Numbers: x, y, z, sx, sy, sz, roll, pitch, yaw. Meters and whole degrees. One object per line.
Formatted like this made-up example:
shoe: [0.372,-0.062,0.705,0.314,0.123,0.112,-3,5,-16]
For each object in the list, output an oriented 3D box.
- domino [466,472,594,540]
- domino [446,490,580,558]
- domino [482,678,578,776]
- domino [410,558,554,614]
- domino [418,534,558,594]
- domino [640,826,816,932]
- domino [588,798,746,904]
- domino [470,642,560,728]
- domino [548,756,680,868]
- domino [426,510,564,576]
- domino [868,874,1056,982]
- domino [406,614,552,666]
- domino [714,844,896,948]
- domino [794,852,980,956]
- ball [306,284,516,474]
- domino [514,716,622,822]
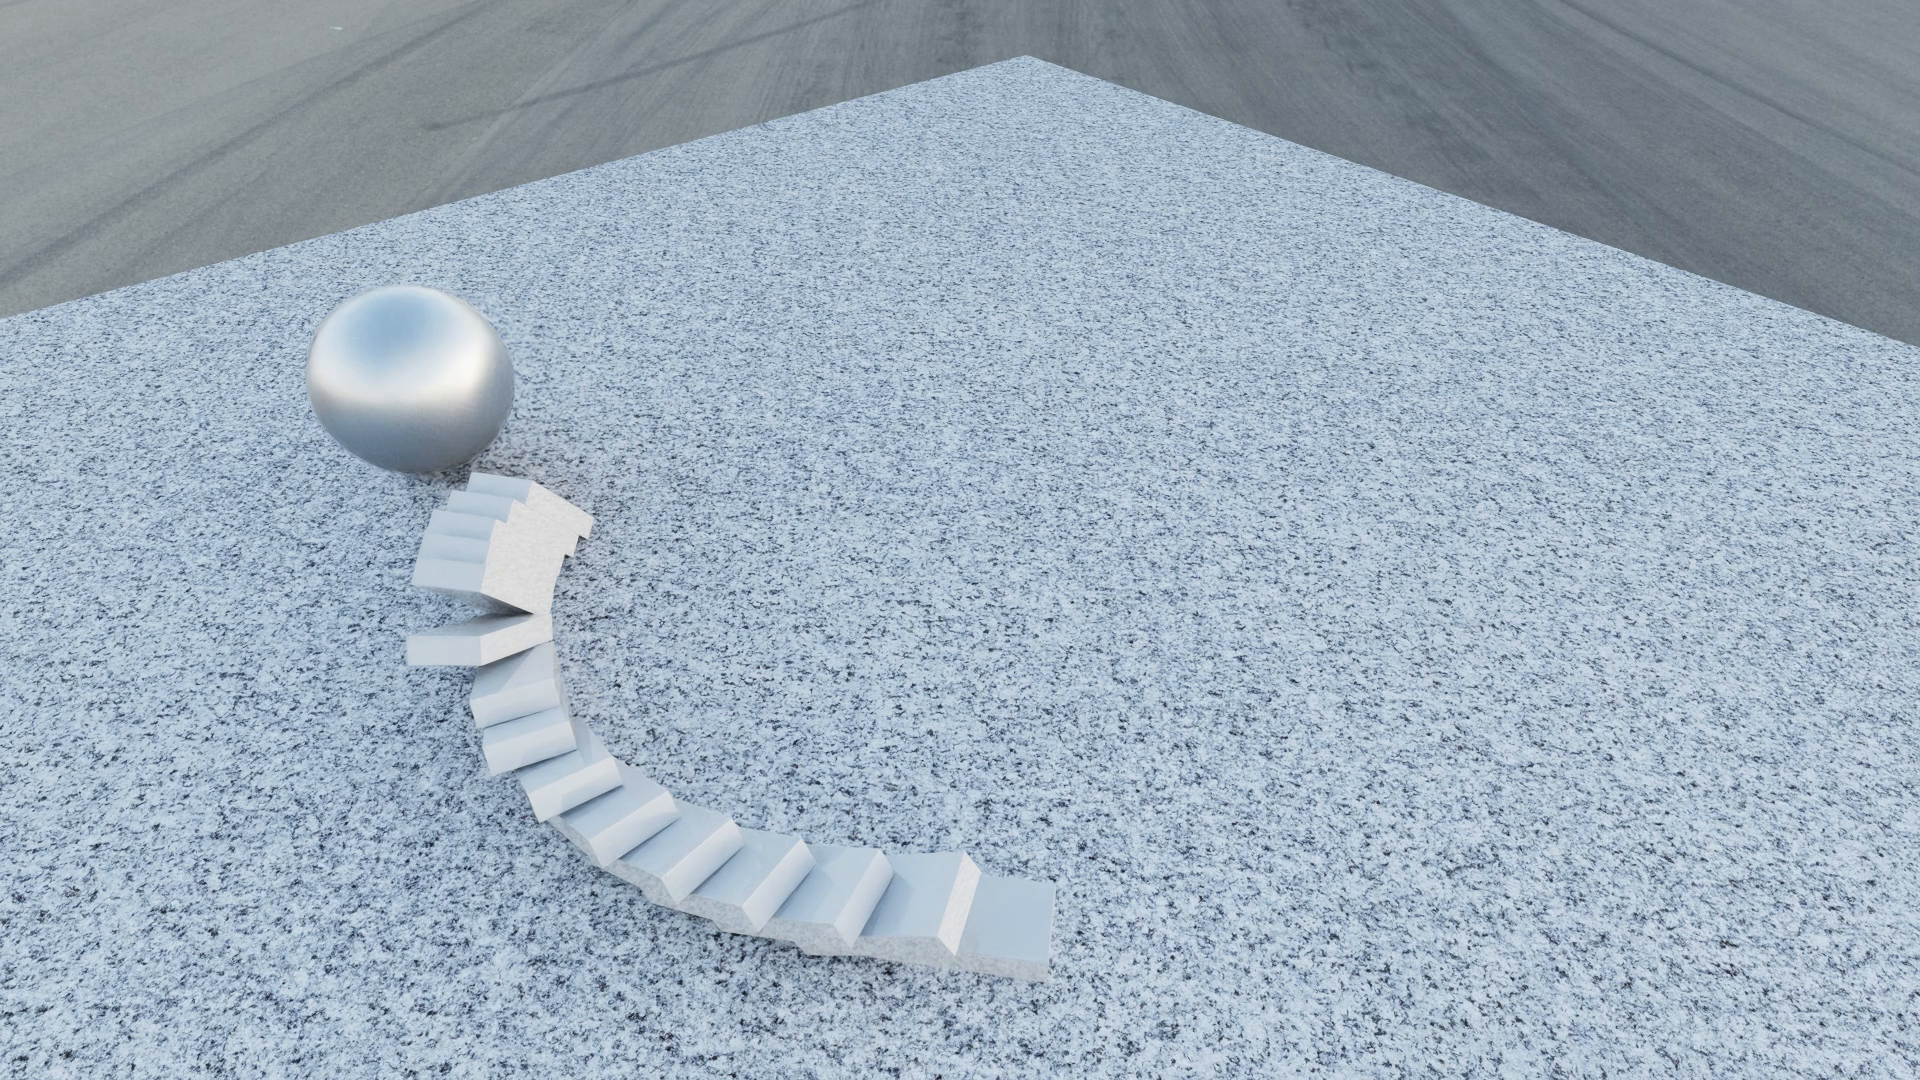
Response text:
domino: [-0.167,-0.013,0.430,0.025,0.050,0.009,8,77,10]
domino: [-0.170,-0.006,0.422,0.025,0.050,0.009,8,77,10]
domino: [-0.138,0.059,0.353,0.025,0.010,0.050,-16,14,-19]
domino: [-0.169,0.018,0.393,0.025,0.050,0.009,6,76,7]
domino: [-0.172,0.010,0.403,0.025,0.050,0.009,6,76,8]
domino: [-0.067,0.094,0.312,0.050,0.009,0.025,-4,30,41]
domino: [-0.087,0.088,0.319,0.050,0.009,0.025,0,30,47]
domino: [-0.148,0.047,0.368,0.025,0.010,0.050,-15,13,-17]
domino: [-0.107,0.080,0.329,0.025,0.010,0.050,-31,22,-32]
domino: [-0.173,0.002,0.413,0.025,0.050,0.009,8,77,10]
domino: [0.001,0.108,0.312,0.050,0.010,0.025,6,40,7]
domino: [-0.164,0.034,0.380,0.025,0.010,0.050,0,4,5]
domino: [-0.045,0.098,0.306,0.050,0.010,0.025,-8,31,36]
domino: [-0.021,0.100,0.302,0.050,0.009,0.025,-13,36,31]
ball: [-0.234,-0.068,0.471,0.080,0.080,0.080,0,39,0]
domino: [-0.124,0.070,0.341,0.025,0.010,0.050,-23,17,-26]
